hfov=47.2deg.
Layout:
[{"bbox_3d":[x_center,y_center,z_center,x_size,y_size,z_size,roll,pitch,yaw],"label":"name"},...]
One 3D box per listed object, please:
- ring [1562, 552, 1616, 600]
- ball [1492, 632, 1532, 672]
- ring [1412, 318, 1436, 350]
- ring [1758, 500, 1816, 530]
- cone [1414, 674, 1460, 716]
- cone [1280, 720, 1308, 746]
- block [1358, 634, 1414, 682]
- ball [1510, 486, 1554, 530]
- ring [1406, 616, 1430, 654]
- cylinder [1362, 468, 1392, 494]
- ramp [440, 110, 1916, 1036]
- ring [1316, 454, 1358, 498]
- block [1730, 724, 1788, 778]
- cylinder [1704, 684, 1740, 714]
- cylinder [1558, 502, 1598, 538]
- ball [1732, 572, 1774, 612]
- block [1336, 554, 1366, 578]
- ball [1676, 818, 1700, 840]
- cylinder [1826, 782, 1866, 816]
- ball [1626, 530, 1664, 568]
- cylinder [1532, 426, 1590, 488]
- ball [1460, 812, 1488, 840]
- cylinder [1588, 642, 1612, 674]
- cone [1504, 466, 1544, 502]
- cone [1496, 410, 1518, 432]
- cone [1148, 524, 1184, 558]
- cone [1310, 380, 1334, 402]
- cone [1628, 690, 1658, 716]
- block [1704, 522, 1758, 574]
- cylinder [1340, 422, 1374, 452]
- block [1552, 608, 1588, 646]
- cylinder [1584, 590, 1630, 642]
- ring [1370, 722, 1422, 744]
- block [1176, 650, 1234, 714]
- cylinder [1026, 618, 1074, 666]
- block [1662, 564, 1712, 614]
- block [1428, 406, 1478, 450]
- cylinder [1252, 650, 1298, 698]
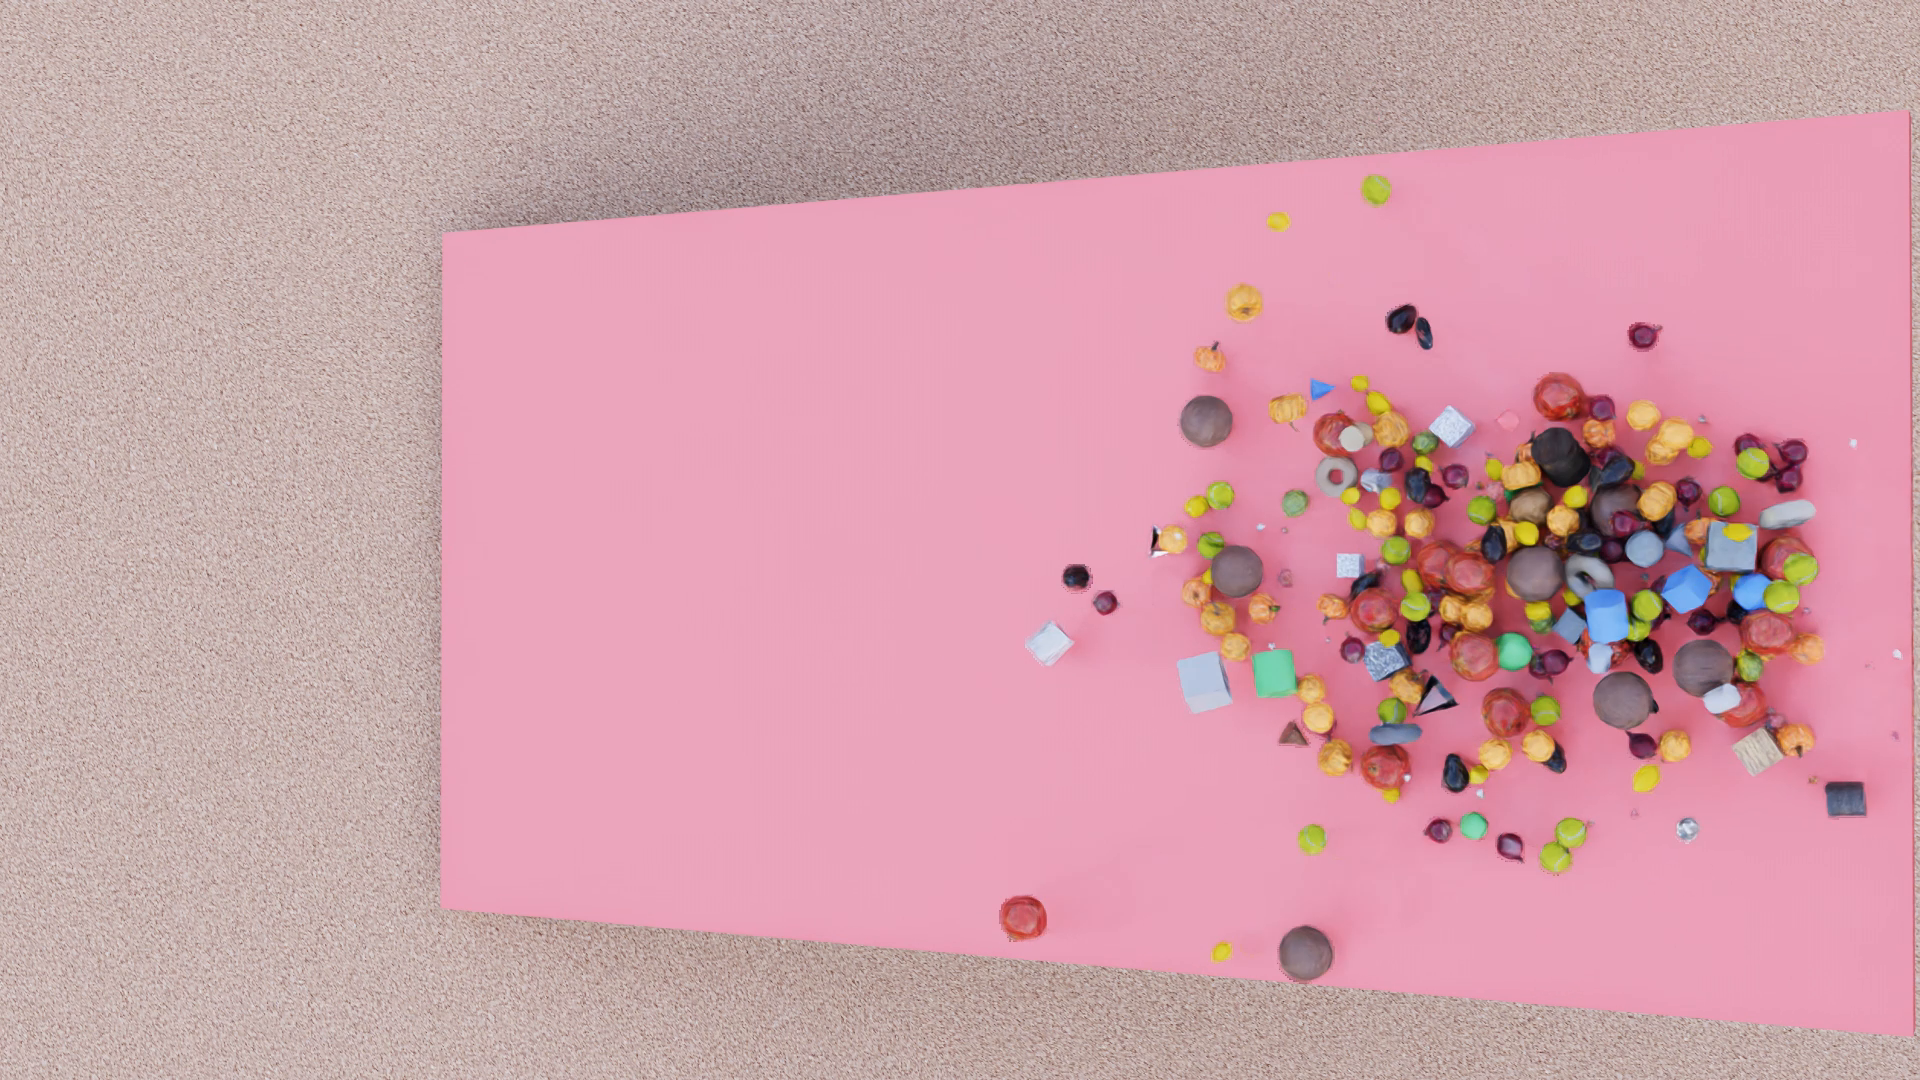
[{"bbox_3d":[1.413,0.085,4.941,0.043,0.130,0.130,-34,89,-28],"label":"ring"},{"bbox_3d":[1.267,0.256,5.045,0.089,0.089,0.089,0,89,0],"label":"ball"},{"bbox_3d":[1.080,-0.479,5.118,0.027,0.080,0.080,-19,89,-11],"label":"ring"},{"bbox_3d":[1.805,-0.054,4.801,0.122,0.122,0.041,-10,76,0],"label":"ring"},{"bbox_3d":[1.096,0.381,5.137,0.100,0.100,0.100,-41,90,6],"label":"cone"},{"bbox_3d":[0.811,0.476,5.274,0.064,0.064,0.064,32,89,-7],"label":"cone"},{"bbox_3d":[1.009,0.278,5.210,0.082,0.082,0.082,-32,76,22],"label":"block"},{"bbox_3d":[1.307,-0.073,5.027,0.100,0.100,0.100,0,89,0],"label":"ball"},{"bbox_3d":[1.080,0.224,5.180,0.031,0.092,0.092,3,89,-15],"label":"ring"},{"bbox_3d":[0.991,-0.140,5.231,0.052,0.052,0.052,-11,110,-33],"label":"cylinder"},{"bbox_3d":[0.280,0.080,5.674,4.000,0.100,2.000,0,89,26],"label":"ramp"},{"bbox_3d":[0.906,-0.154,5.292,0.107,0.036,0.107,2,94,26],"label":"ring"},{"bbox_3d":[1.759,0.464,4.839,0.080,0.080,0.080,-38,74,21],"label":"block"},{"bbox_3d":[1.639,0.342,4.730,0.053,0.053,0.053,11,63,-23],"label":"cylinder"},{"bbox_3d":[1.413,-0.046,5.027,0.060,0.060,0.060,-39,72,0],"label":"cylinder"},{"bbox_3d":[1.731,0.113,4.795,0.085,0.085,0.085,0,89,0],"label":"ball"},{"bbox_3d":[0.936,0.061,5.264,0.055,0.055,0.055,0,89,26],"label":"block"},{"bbox_3d":[1.608,0.639,4.857,0.050,0.050,0.050,0,89,0],"label":"ball"},{"bbox_3d":[1.919,0.561,4.762,0.075,0.075,0.075,-5,89,26],"label":"cylinder"},{"bbox_3d":[1.515,0.019,4.867,0.082,0.082,0.082,0,89,0],"label":"ball"},{"bbox_3d":[1.364,-0.188,4.992,0.099,0.099,0.099,-49,128,0],"label":"cylinder"},{"bbox_3d":[1.197,0.666,5.123,0.063,0.063,0.063,0,89,0],"label":"ball"},{"bbox_3d":[1.420,0.262,4.882,0.050,0.050,0.050,-5,50,6],"label":"cylinder"},{"bbox_3d":[1.306,-0.129,5.070,0.085,0.085,0.085,-1,89,23],"label":"cone"},{"bbox_3d":[1.240,-0.274,5.031,0.052,0.052,0.052,-3,89,-43],"label":"cone"},{"bbox_3d":[0.518,0.012,5.479,0.089,0.089,0.089,9,89,1],"label":"cone"},{"bbox_3d":[0.880,-0.366,5.313,0.057,0.057,0.057,-16,89,16],"label":"cone"},{"bbox_3d":[1.526,0.379,4.943,0.060,0.060,0.060,48,120,0],"label":"cone"},{"bbox_3d":[1.682,0.017,4.798,0.097,0.097,0.097,5,85,15],"label":"block"},{"bbox_3d":[0.928,-0.242,5.145,0.060,0.060,0.060,10,109,30],"label":"cylinder"},{"bbox_3d":[1.402,0.198,5.029,0.060,0.060,0.060,40,106,22],"label":"block"},{"bbox_3d":[1.431,0.168,4.864,0.087,0.087,0.087,-15,114,0],"label":"cylinder"},{"bbox_3d":[1.016,0.452,5.129,0.123,0.123,0.041,-6,90,0],"label":"ring"},{"bbox_3d":[0.585,0.340,5.254,0.100,0.100,0.100,-16,60,12],"label":"block"},{"bbox_3d":[0.228,0.259,5.546,0.087,0.087,0.087,-44,90,4],"label":"cylinder"},{"bbox_3d":[1.596,0.108,4.831,0.066,0.066,0.066,43,53,-8],"label":"block"},{"bbox_3d":[1.155,-0.264,5.151,0.070,0.070,0.070,46,108,19],"label":"block"},{"bbox_3d":[0.749,0.319,5.231,0.098,0.098,0.098,-7,76,0],"label":"cylinder"}]
